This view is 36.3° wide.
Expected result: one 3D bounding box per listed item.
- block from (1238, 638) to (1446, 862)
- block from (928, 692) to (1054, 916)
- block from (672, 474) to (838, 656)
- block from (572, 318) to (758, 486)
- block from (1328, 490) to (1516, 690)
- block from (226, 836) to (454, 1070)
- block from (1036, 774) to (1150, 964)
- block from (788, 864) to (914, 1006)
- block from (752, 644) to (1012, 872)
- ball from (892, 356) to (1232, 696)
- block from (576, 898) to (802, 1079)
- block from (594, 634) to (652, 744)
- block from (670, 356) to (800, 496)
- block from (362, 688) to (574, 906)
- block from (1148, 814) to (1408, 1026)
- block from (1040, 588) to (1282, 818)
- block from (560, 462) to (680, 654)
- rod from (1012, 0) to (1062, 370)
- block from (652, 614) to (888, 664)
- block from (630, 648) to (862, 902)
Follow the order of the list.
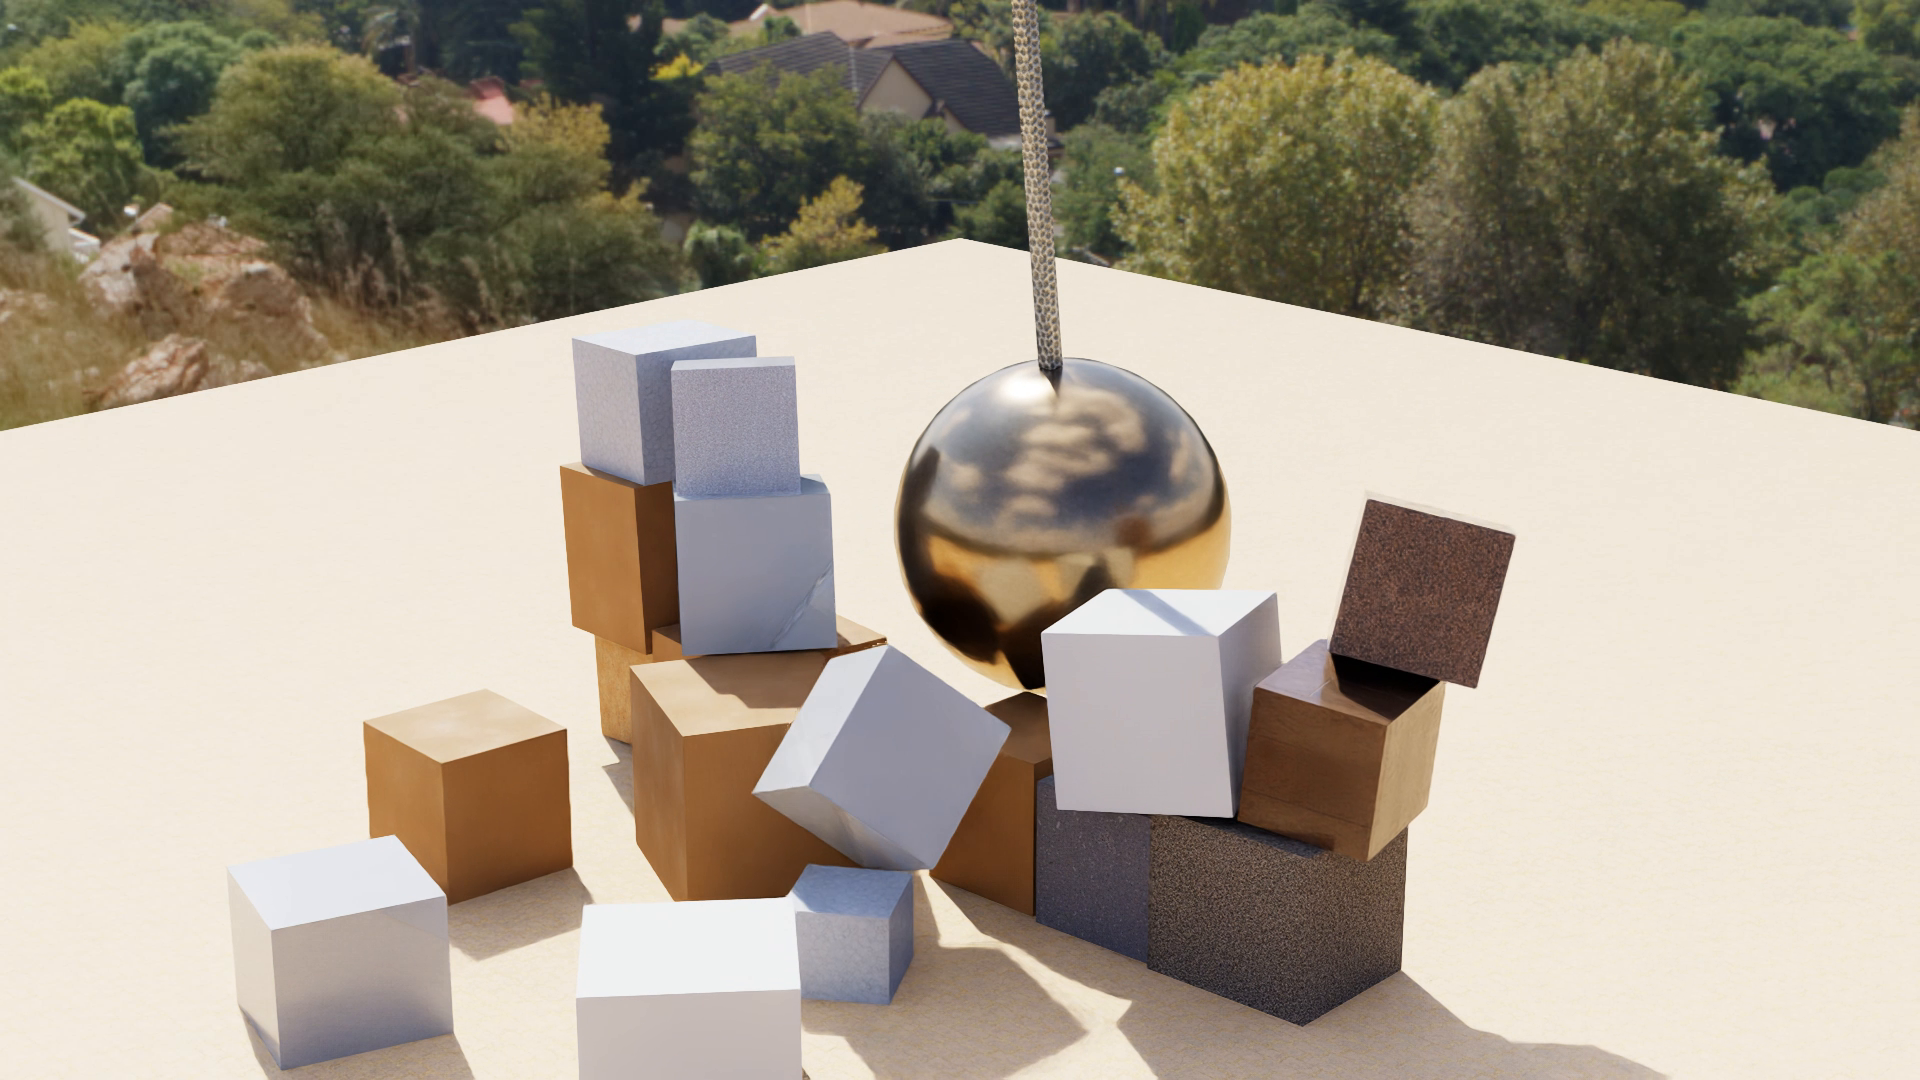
[{"bbox_3d":[1.576,0.855,12.071,0.579,0.605,0.640,16,24,27],"label":"block"},{"bbox_3d":[0.315,1.188,13.349,0.644,0.728,0.653,16,23,41],"label":"block"},{"bbox_3d":[-0.992,0.106,14.042,0.723,0.726,0.839,-3,8,-6],"label":"block"},{"bbox_3d":[-1.460,-0.698,14.647,0.677,0.649,0.661,-12,17,-33],"label":"block"},{"bbox_3d":[1.902,0.195,12.153,0.613,0.642,0.663,14,5,6],"label":"block"},{"bbox_3d":[-2.538,1.675,11.997,0.712,0.611,0.691,-9,20,-26],"label":"block"},{"bbox_3d":[0.804,1.361,12.896,0.655,0.671,0.673,15,23,40],"label":"block"},{"bbox_3d":[-0.474,1.664,12.395,0.465,0.393,0.472,4,18,11],"label":"block"},{"bbox_3d":[-0.340,0.948,12.568,0.655,0.699,0.706,35,-19,-15],"label":"block"},{"bbox_3d":[0.483,-0.062,13.828,1.600,1.600,1.600,0,17,0],"label":"ball"},{"bbox_3d":[-1.029,1.872,11.221,0.820,0.700,0.809,-1,18,-5],"label":"block"},{"bbox_3d":[-1.423,0.708,15.052,0.625,0.584,0.621,-15,19,-40],"label":"block"},{"bbox_3d":[-1.066,-0.552,14.007,0.580,0.590,0.604,-3,8,-3],"label":"block"},{"bbox_3d":[-2.261,1.169,13.484,0.660,0.684,0.687,-15,23,-39],"label":"block"},{"bbox_3d":[1.341,1.476,12.406,0.813,0.745,0.719,15,23,40],"label":"block"},{"bbox_3d":[0.883,0.677,12.459,0.785,0.773,0.741,0,14,25],"label":"block"},{"bbox_3d":[-1.443,0.015,14.879,0.863,0.845,0.724,-13,18,-35],"label":"block"},{"bbox_3d":[0.209,-3.203,12.554,0.080,5.200,0.080,17,30,42],"label":"rod"},{"bbox_3d":[-0.936,0.817,14.486,0.863,0.755,0.784,-13,21,-35],"label":"block"},{"bbox_3d":[-0.949,1.093,13.391,0.882,0.886,0.952,-6,19,-19],"label":"block"}]
